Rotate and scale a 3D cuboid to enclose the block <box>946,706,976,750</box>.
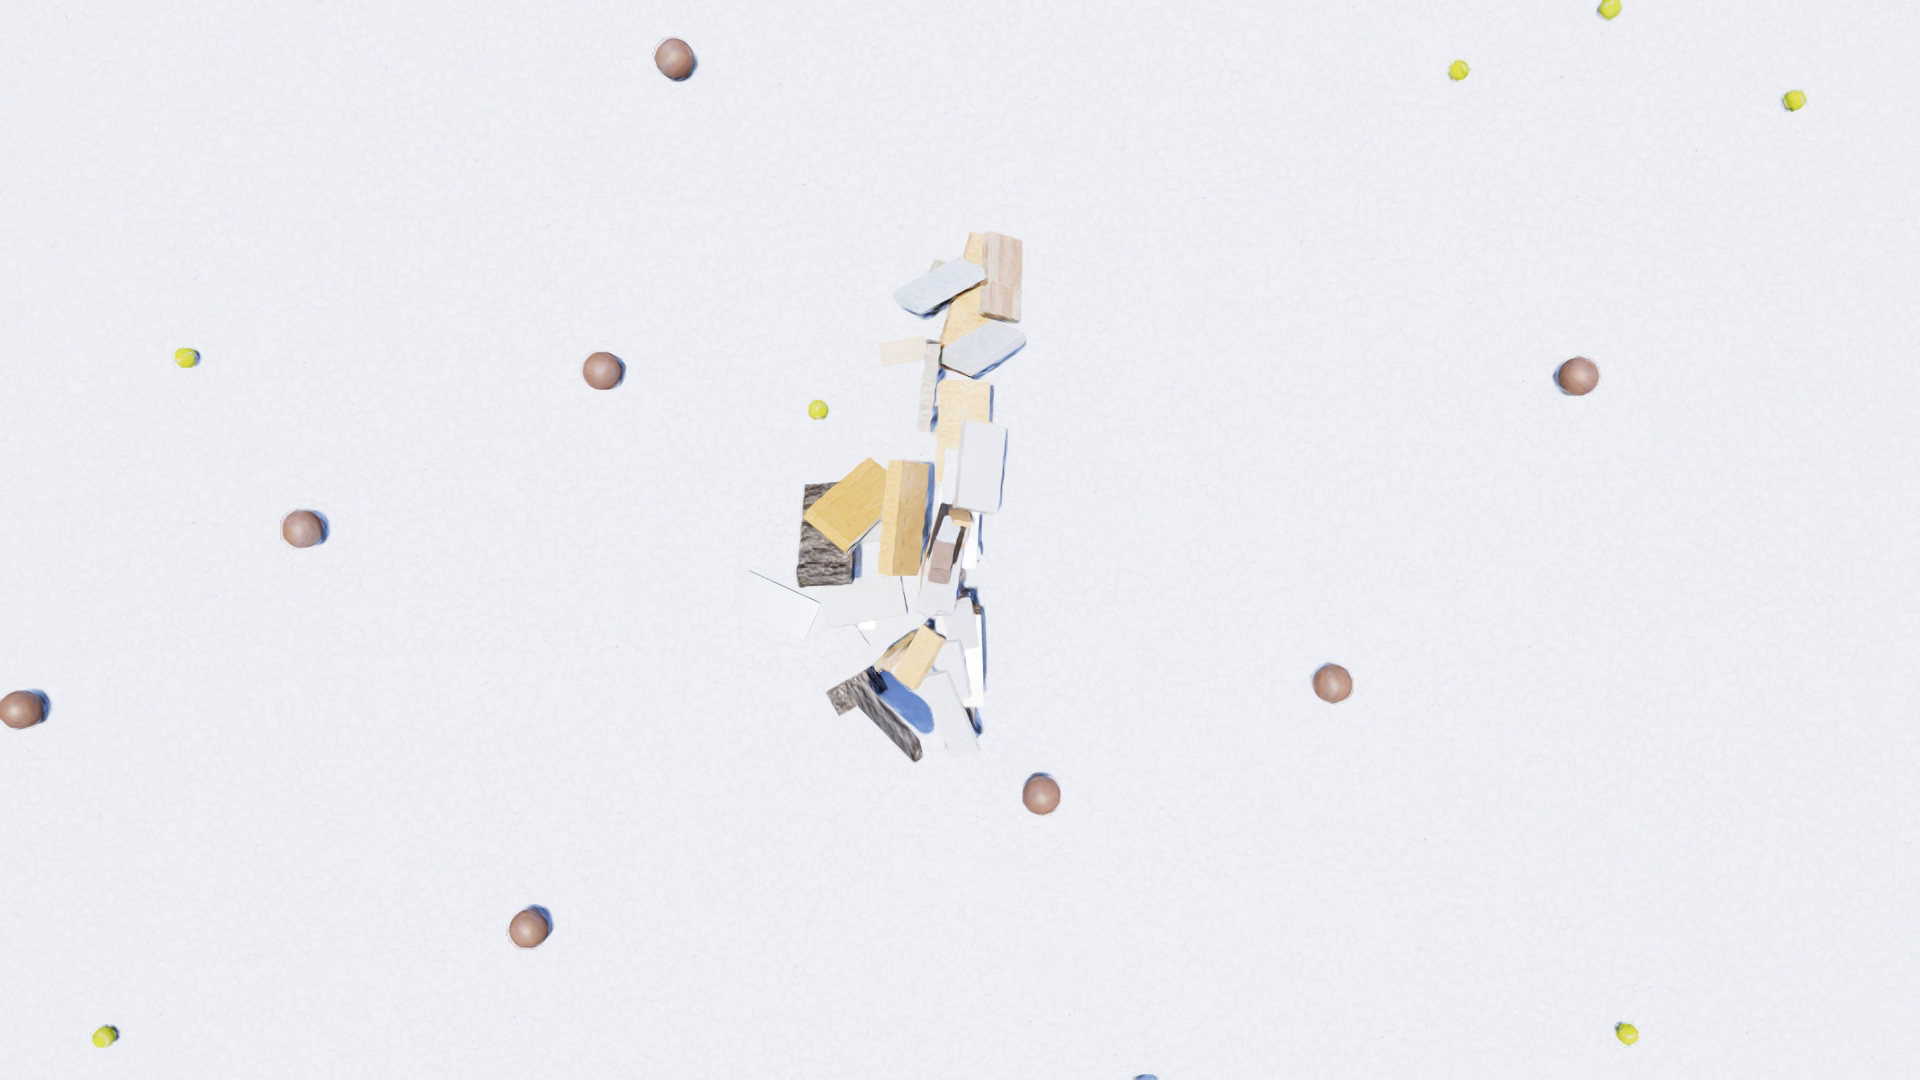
[{"bbox_3d":[0.000,0.577,5.293,0.096,0.027,0.193,0,90,0],"label":"block"}]

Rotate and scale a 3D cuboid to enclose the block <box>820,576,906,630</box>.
[{"bbox_3d":[-0.319,0.205,5.466,0.267,0.038,0.134,-10,81,-2],"label":"block"}]

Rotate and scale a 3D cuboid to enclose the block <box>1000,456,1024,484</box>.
[{"bbox_3d":[0.146,-0.229,5.492,0.116,0.016,0.058,-32,90,0],"label":"block"}]

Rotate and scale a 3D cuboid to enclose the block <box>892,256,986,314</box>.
[{"bbox_3d":[-0.067,-0.821,5.311,0.274,0.137,0.039,-32,130,-24],"label":"block"}]

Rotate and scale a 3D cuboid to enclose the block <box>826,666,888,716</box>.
[{"bbox_3d":[-0.343,0.501,5.487,0.187,0.027,0.094,-29,90,0],"label":"block"}]

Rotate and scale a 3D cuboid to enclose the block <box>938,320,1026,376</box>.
[{"bbox_3d":[0.071,-0.615,5.264,0.137,0.274,0.039,27,133,30],"label":"block"}]

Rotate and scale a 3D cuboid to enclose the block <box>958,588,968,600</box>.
[{"bbox_3d":[0.006,0.192,5.457,0.048,0.095,0.014,-1,124,0],"label":"block"}]

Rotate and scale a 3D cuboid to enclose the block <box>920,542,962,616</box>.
[{"bbox_3d":[-0.059,0.119,5.011,0.107,0.030,0.213,9,65,-3],"label":"block"}]

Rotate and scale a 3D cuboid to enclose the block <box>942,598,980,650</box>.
[{"bbox_3d":[0.000,0.264,5.106,0.094,0.027,0.187,-10,128,0],"label":"block"}]

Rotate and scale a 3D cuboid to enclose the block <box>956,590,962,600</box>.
[{"bbox_3d":[-0.034,0.159,5.454,0.048,0.014,0.095,-32,56,0],"label":"block"}]

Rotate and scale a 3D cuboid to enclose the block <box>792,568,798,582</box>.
[{"bbox_3d":[-0.508,0.119,5.493,0.095,0.014,0.048,5,90,0],"label":"block"}]

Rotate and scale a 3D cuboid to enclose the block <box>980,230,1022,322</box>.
[{"bbox_3d":[0.135,-0.861,5.401,0.137,0.039,0.274,9,79,-35],"label":"block"}]

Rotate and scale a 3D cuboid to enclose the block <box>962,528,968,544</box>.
[{"bbox_3d":[-0.016,-0.077,5.140,0.094,0.027,0.187,7,55,0],"label":"block"}]

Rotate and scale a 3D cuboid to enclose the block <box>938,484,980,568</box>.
[{"bbox_3d":[-0.007,-0.042,5.222,0.129,0.037,0.258,3,90,0],"label":"block"}]

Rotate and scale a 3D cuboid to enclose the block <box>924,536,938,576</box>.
[{"bbox_3d":[-0.060,0.055,4.978,0.063,0.018,0.126,18,77,0],"label":"block"}]

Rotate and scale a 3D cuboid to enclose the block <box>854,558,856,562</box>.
[{"bbox_3d":[-0.399,0.059,5.493,0.095,0.014,0.048,-13,90,0],"label":"block"}]

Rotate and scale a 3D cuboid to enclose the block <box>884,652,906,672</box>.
[{"bbox_3d":[-0.186,0.377,5.461,0.156,0.078,0.022,-38,93,0],"label":"block"}]

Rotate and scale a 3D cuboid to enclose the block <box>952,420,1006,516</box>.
[{"bbox_3d":[0.060,-0.224,5.088,0.137,0.039,0.274,10,80,-23],"label":"block"}]

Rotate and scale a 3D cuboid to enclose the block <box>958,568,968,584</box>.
[{"bbox_3d":[-0.020,0.128,5.493,0.095,0.014,0.048,-41,90,0],"label":"block"}]

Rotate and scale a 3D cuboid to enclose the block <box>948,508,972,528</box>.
[{"bbox_3d":[0.002,-0.068,5.010,0.058,0.116,0.016,12,107,-11],"label":"block"}]

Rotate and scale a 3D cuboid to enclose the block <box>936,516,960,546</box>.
[{"bbox_3d":[-0.034,-0.022,4.988,0.058,0.016,0.116,18,47,0],"label":"block"}]

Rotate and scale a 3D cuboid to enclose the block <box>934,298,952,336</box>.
[{"bbox_3d":[-0.039,-0.726,5.488,0.078,0.022,0.156,-11,89,0],"label":"block"}]

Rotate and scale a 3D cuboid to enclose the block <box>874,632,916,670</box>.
[{"bbox_3d":[-0.210,0.361,5.342,0.022,0.078,0.156,46,47,9],"label":"block"}]

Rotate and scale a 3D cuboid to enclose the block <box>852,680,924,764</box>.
[{"bbox_3d":[-0.220,0.555,5.050,0.038,0.134,0.270,-39,62,-17],"label":"block"}]

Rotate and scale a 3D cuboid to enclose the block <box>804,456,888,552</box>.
[{"bbox_3d":[-0.333,-0.120,5.352,0.175,0.050,0.350,40,46,6],"label":"block"}]

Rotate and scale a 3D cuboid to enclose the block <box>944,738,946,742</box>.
[{"bbox_3d":[0.000,0.633,5.403,0.096,0.193,0.027,-1,91,0],"label":"block"}]

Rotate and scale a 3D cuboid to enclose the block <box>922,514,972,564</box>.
[{"bbox_3d":[-0.038,-0.002,5.127,0.107,0.030,0.213,16,52,0],"label":"block"}]

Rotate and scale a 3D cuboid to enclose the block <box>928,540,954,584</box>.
[{"bbox_3d":[-0.056,0.067,4.939,0.063,0.018,0.126,8,97,1],"label":"block"}]

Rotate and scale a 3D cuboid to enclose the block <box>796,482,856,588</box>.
[{"bbox_3d":[-0.427,-0.022,5.354,0.175,0.050,0.387,-3,52,5],"label":"block"}]

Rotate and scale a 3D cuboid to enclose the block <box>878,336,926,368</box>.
[{"bbox_3d":[-0.189,-0.627,5.489,0.156,0.022,0.078,-9,90,0],"label":"block"}]

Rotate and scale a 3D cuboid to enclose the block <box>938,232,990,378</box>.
[{"bbox_3d":[0.039,-0.778,5.449,0.137,0.039,0.458,16,87,-19],"label":"block"}]

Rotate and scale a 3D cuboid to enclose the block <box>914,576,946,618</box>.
[{"bbox_3d":[-0.082,0.152,4.966,0.063,0.018,0.163,19,65,2],"label":"block"}]

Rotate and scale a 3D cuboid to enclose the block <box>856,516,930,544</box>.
[{"bbox_3d":[-0.288,-0.029,5.470,0.370,0.022,0.078,-5,58,0],"label":"block"}]

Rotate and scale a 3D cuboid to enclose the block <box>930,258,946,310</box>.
[{"bbox_3d":[-0.075,-0.849,5.475,0.078,0.022,0.156,18,82,6],"label":"block"}]

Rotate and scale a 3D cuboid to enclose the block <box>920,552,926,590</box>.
[{"bbox_3d":[-0.070,0.114,5.114,0.107,0.213,0.030,-22,133,26],"label":"block"}]

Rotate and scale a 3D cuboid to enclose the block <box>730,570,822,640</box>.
[{"bbox_3d":[-0.611,0.217,5.481,0.267,0.038,0.134,25,90,0],"label":"block"}]

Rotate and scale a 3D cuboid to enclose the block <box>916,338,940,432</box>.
[{"bbox_3d":[-0.099,-0.485,5.164,0.039,0.137,0.274,7,103,-4],"label":"block"}]

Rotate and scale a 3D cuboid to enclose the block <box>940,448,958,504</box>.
[{"bbox_3d":[-0.006,-0.186,5.123,0.094,0.027,0.187,6,89,0],"label":"block"}]

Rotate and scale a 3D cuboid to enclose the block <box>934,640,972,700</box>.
[{"bbox_3d":[-0.027,0.404,5.127,0.092,0.026,0.185,-6,102,23],"label":"block"}]

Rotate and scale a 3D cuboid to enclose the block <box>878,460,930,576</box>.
[{"bbox_3d":[-0.173,-0.066,5.086,0.050,0.175,0.350,6,91,27],"label":"block"}]

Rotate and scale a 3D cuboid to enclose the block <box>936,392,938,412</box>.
[{"bbox_3d":[0.002,-0.447,5.341,0.158,0.317,0.045,1,91,0],"label":"block"}]

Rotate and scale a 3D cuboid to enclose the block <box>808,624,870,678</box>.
[{"bbox_3d":[-0.403,0.368,5.487,0.187,0.027,0.094,-35,90,0],"label":"block"}]

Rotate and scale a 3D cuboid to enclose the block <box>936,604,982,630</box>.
[{"bbox_3d":[-0.004,0.258,5.357,0.142,0.283,0.040,0,101,0],"label":"block"}]

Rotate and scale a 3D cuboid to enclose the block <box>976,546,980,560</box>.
[{"bbox_3d":[0.000,0.045,5.370,0.129,0.258,0.037,-7,92,0],"label":"block"}]

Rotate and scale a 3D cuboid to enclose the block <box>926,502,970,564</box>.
[{"bbox_3d":[-0.035,-0.021,5.048,0.094,0.027,0.187,15,59,-1],"label":"block"}]

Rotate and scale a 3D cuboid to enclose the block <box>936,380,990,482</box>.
[{"bbox_3d":[0.008,-0.339,5.160,0.158,0.045,0.317,3,90,0],"label":"block"}]

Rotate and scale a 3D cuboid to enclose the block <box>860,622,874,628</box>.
[{"bbox_3d":[-0.307,0.247,5.493,0.048,0.014,0.095,5,90,0],"label":"block"}]

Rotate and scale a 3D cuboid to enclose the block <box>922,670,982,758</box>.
[{"bbox_3d":[-0.028,0.543,5.144,0.092,0.026,0.288,-14,108,25],"label":"block"}]

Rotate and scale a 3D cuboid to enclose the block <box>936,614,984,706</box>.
[{"bbox_3d":[-0.002,0.380,5.194,0.142,0.040,0.284,-2,90,0],"label":"block"}]

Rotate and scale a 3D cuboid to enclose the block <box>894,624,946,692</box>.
[{"bbox_3d":[-0.126,0.365,5.112,0.092,0.026,0.185,35,99,35],"label":"block"}]
